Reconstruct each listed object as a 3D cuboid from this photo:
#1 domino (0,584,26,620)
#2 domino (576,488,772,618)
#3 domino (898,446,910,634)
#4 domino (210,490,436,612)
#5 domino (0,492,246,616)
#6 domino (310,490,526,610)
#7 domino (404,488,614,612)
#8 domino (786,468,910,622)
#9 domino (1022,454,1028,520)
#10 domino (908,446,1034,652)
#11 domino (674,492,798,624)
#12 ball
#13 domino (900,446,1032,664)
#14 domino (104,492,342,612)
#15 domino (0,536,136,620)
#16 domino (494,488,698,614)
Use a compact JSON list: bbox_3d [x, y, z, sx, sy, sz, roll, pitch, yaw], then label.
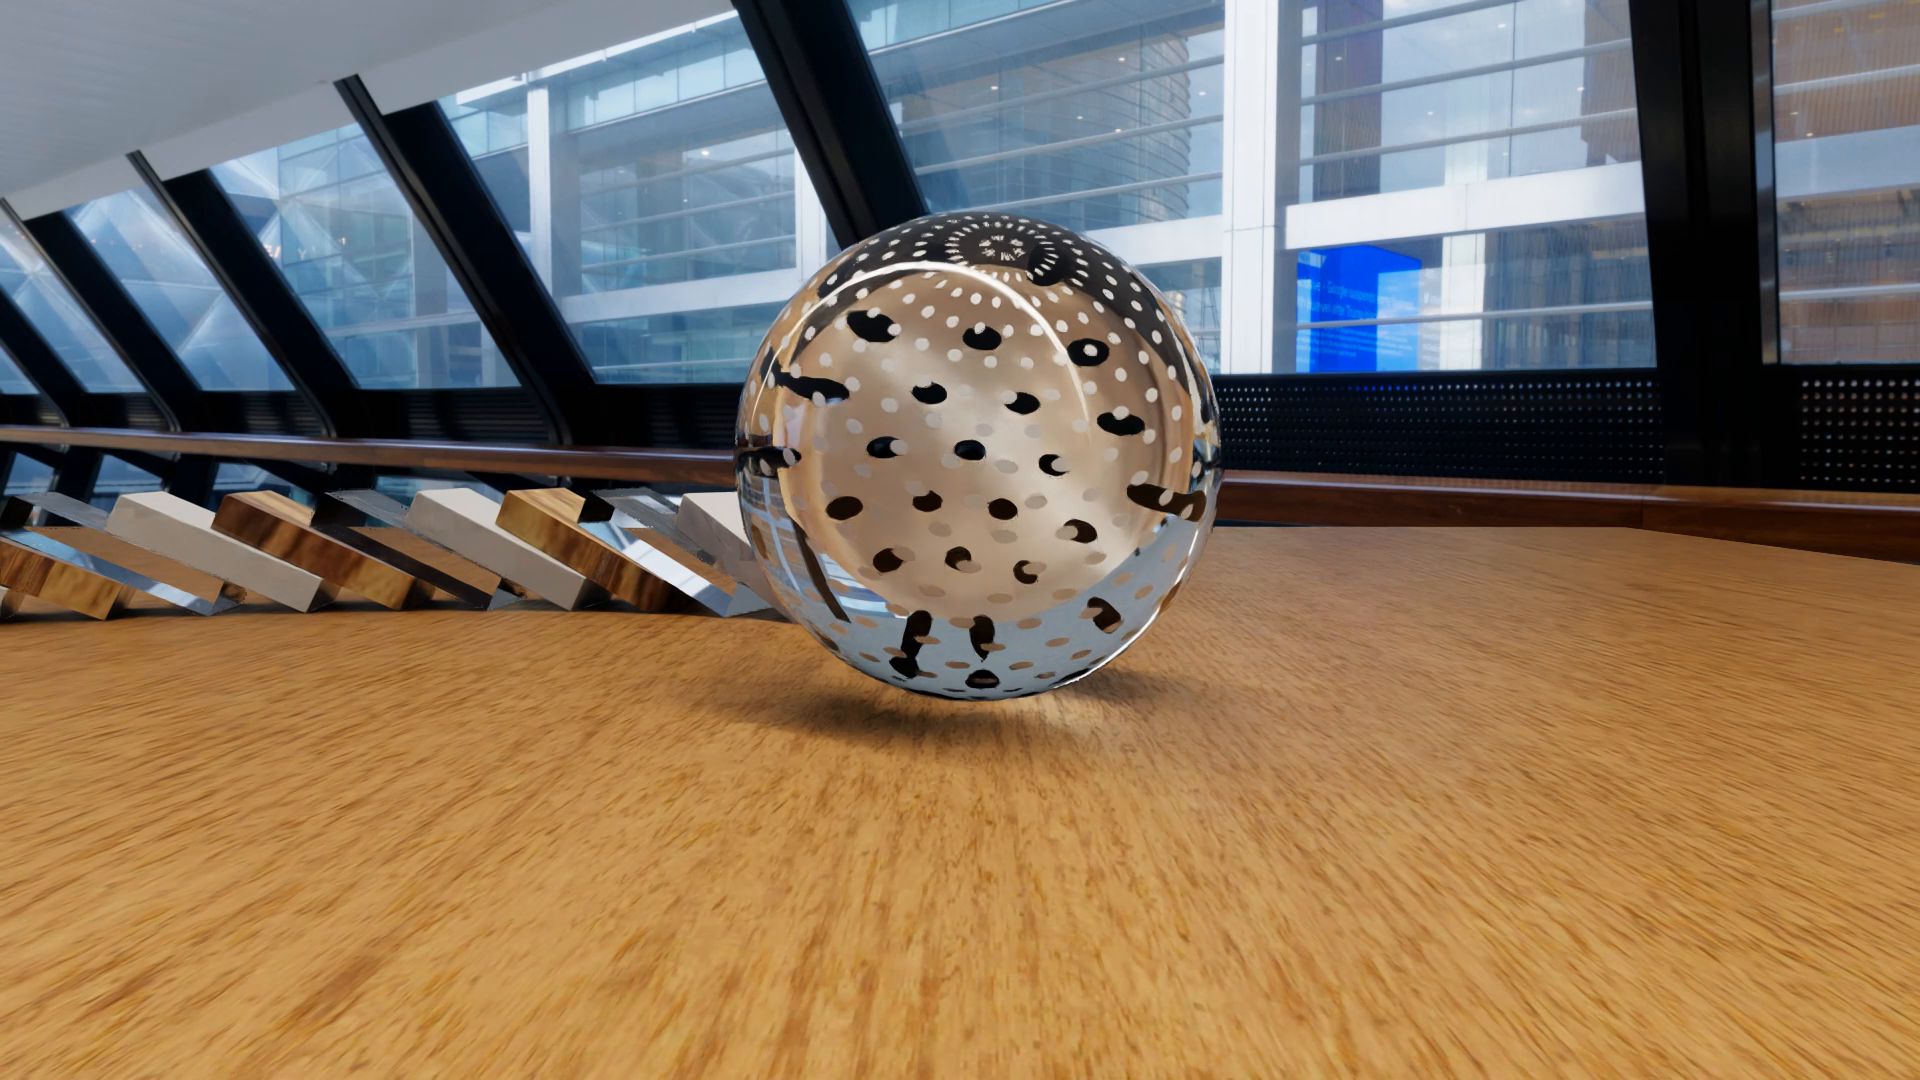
[{"bbox_3d":[-0.250,0.005,0.301,0.050,0.009,0.025,26,-7,-24],"label":"domino"},{"bbox_3d":[-0.071,0.002,0.332,0.050,0.010,0.025,30,15,19],"label":"domino"},{"bbox_3d":[-0.002,-0.001,0.301,0.025,0.009,0.050,0,49,-2],"label":"domino"},{"bbox_3d":[-0.164,0.002,0.336,0.050,0.009,0.025,25,2,-6],"label":"domino"},{"bbox_3d":[-0.209,0.003,0.323,0.050,0.010,0.025,25,-2,-14],"label":"domino"},{"bbox_3d":[-0.141,0.002,0.339,0.050,0.010,0.025,26,4,-1],"label":"domino"},{"bbox_3d":[-0.117,0.002,0.340,0.050,0.010,0.025,27,8,6],"label":"domino"},{"bbox_3d":[-0.023,0.001,0.317,0.025,0.010,0.050,2,35,-29],"label":"domino"},{"bbox_3d":[0.002,0.000,0.288,0.025,0.009,0.050,0,49,-1],"label":"domino"},{"bbox_3d":[0.002,0.001,0.274,0.025,0.009,0.050,0,49,-2],"label":"domino"},{"bbox_3d":[-0.047,0.003,0.324,0.050,0.010,0.025,34,24,33],"label":"domino"},{"bbox_3d":[0.003,-0.013,0.213,0.080,0.080,0.080,0,4,0],"label":"ball"},{"bbox_3d":[0.001,0.002,0.261,0.025,0.009,0.050,0,49,-2],"label":"domino"},{"bbox_3d":[-0.187,0.003,0.330,0.050,0.009,0.025,25,-1,-11],"label":"domino"},{"bbox_3d":[-0.230,0.004,0.312,0.050,0.009,0.025,26,-6,-22],"label":"domino"},{"bbox_3d":[-0.094,0.002,0.338,0.050,0.009,0.025,28,12,14],"label":"domino"}]
